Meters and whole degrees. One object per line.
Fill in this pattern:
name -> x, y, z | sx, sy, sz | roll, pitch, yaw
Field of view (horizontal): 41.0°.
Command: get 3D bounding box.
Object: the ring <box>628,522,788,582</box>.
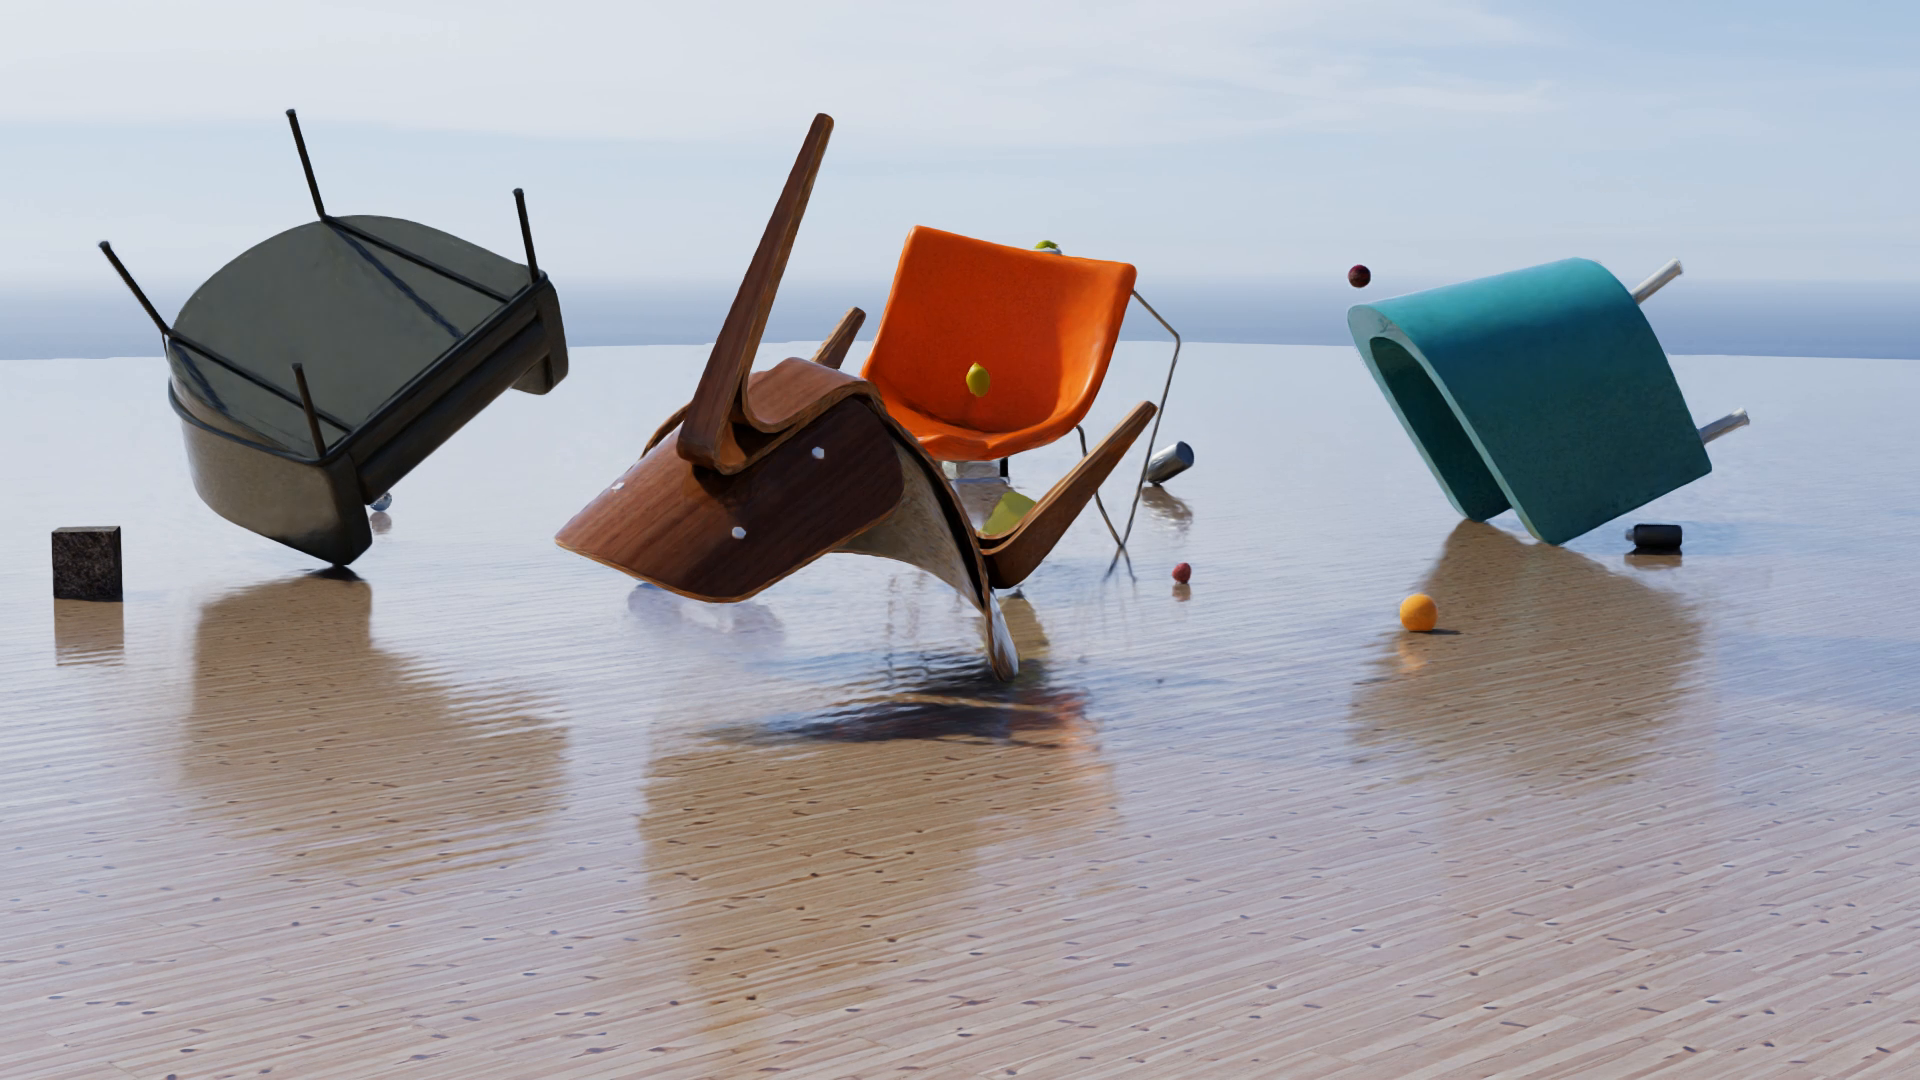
ring -> -0.537, 0.028, 5.456 | 0.363, 0.053, 0.258 | -16, -16, 17

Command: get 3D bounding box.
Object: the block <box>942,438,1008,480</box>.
block -> 0.048, -0.262, 8.293 | 0.194, 0.125, 0.085 | -4, 0, -31

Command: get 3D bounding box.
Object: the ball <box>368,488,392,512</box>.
ball -> -1.626, -0.114, 7.187 | 0.067, 0.067, 0.067 | 0, 6, 0

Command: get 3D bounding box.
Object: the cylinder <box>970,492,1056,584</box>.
cylinder -> 0.112, -0.005, 5.437 | 0.129, 0.136, 0.147 | 21, 26, -27

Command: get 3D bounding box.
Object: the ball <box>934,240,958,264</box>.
ball -> -0.035, -0.699, 6.231 | 0.057, 0.057, 0.057 | 0, 6, 0

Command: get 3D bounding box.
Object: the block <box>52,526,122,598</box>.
block -> -1.809, 0.045, 5.319 | 0.122, 0.135, 0.121 | -1, 6, -11
